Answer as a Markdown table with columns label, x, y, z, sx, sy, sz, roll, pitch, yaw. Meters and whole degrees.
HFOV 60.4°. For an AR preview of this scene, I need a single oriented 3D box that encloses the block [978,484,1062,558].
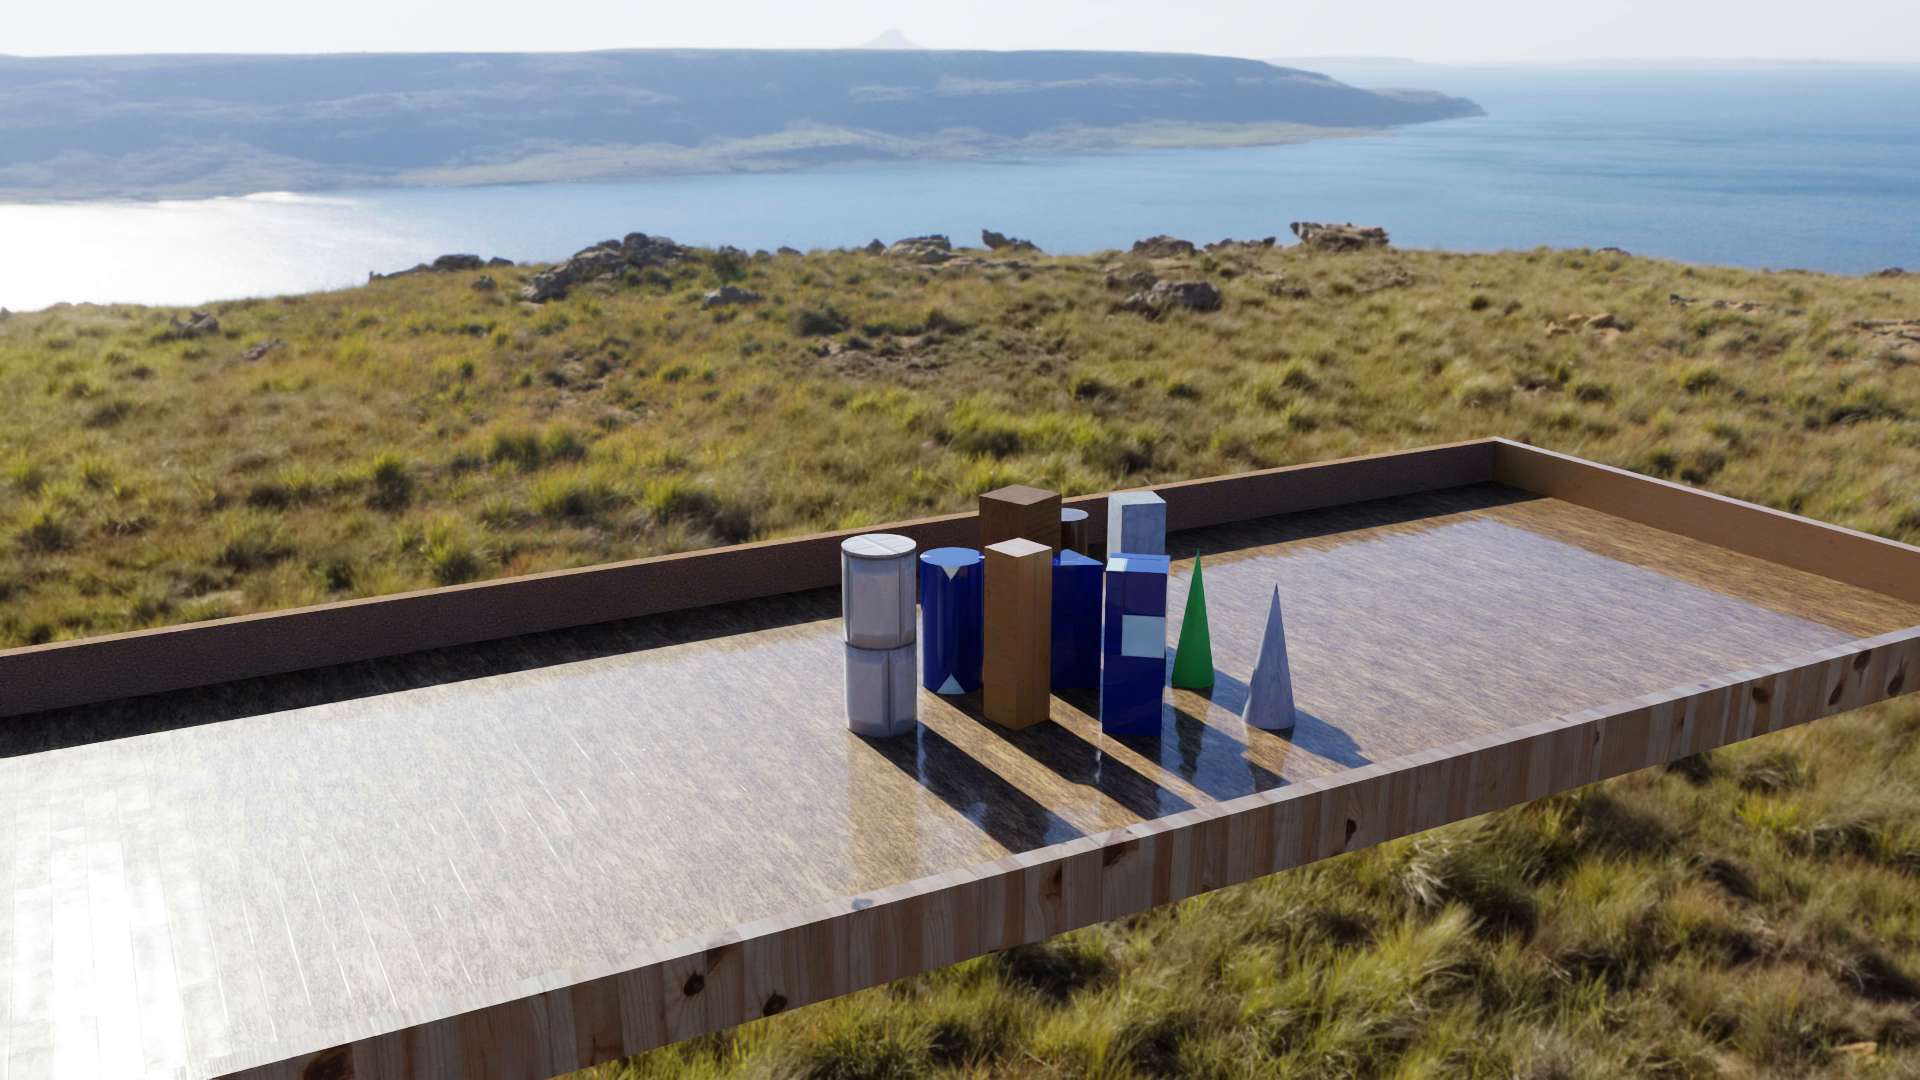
| label | x | y | z | sx | sy | sz | roll | pitch | yaw |
| --- | --- | --- | --- | --- | --- | --- | --- | --- | --- |
| block | 0.157 | 0.083 | 4.327 | 0.153 | 0.419 | 0.153 | 13 | 21 | 38 |

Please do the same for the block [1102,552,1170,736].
| label | x | y | z | sx | sy | sz | roll | pitch | yaw |
| --- | --- | --- | --- | --- | --- | --- | --- | --- | --- |
| block | 0.409 | 0.242 | 3.831 | 0.137 | 0.395 | 0.137 | 3 | 17 | 10 |

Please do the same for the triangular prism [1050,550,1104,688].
| label | x | y | z | sx | sy | sz | roll | pitch | yaw |
| --- | --- | --- | --- | --- | --- | --- | --- | --- | --- |
| triangular prism | 0.271 | 0.195 | 4.126 | 0.151 | 0.319 | 0.130 | -1 | 16 | -3 |

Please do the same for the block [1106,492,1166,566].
| label | x | y | z | sx | sy | sz | roll | pitch | yaw |
| --- | --- | --- | --- | --- | --- | --- | --- | --- | --- |
| block | 0.461 | 0.085 | 4.346 | 0.119 | 0.406 | 0.119 | -3 | 17 | -11 |

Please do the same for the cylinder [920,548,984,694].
| label | x | y | z | sx | sy | sz | roll | pitch | yaw |
| --- | --- | --- | --- | --- | --- | --- | --- | --- | --- |
| cylinder | -0.019 | 0.199 | 4.091 | 0.158 | 0.330 | 0.158 | 0 | 16 | 0 |

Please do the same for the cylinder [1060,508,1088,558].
| label | x | y | z | sx | sy | sz | roll | pitch | yaw |
| --- | --- | --- | --- | --- | --- | --- | --- | --- | --- |
| cylinder | 0.286 | 0.074 | 4.571 | 0.133 | 0.300 | 0.133 | 0 | 16 | 0 |

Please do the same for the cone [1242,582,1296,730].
| label | x | y | z | sx | sy | sz | roll | pitch | yaw |
| --- | --- | --- | --- | --- | --- | --- | --- | --- | --- |
| cone | 0.733 | 0.259 | 3.864 | 0.127 | 0.344 | 0.127 | 0 | 16 | 0 |

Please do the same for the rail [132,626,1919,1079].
| label | x | y | z | sx | sy | sz | roll | pitch | yaw |
| --- | --- | --- | --- | --- | --- | --- | --- | --- | --- |
| rail | -2.336 | 1.006 | 1.665 | 12.000 | 0.150 | 0.050 | -9 | 18 | -27 |

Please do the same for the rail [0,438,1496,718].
| label | x | y | z | sx | sy | sz | roll | pitch | yaw |
| --- | --- | --- | --- | --- | --- | --- | --- | --- | --- |
| rail | -3.305 | 0.497 | 3.399 | 12.000 | 0.150 | 0.050 | -9 | 18 | -27 |

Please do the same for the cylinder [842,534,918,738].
| label | x | y | z | sx | sy | sz | roll | pitch | yaw |
| --- | --- | --- | --- | --- | --- | --- | --- | --- | --- |
| cylinder | -0.185 | 0.221 | 3.824 | 0.170 | 0.440 | 0.170 | 0 | 16 | 0 |

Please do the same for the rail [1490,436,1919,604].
| label | x | y | z | sx | sy | sz | roll | pitch | yaw |
| --- | --- | --- | --- | --- | --- | --- | --- | --- | --- |
| rail | 2.466 | -0.048 | 5.253 | 0.050 | 0.150 | 2.100 | -9 | 18 | -27 |

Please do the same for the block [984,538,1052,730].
| label | x | y | z | sx | sy | sz | roll | pitch | yaw |
| --- | --- | --- | --- | --- | --- | --- | --- | --- | --- |
| block | 0.135 | 0.220 | 3.858 | 0.111 | 0.423 | 0.111 | -14 | 22 | -40 |

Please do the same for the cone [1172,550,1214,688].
| label | x | y | z | sx | sy | sz | roll | pitch | yaw |
| --- | --- | --- | --- | --- | --- | --- | --- | --- | --- |
| cone | 0.586 | 0.184 | 4.104 | 0.109 | 0.351 | 0.109 | 0 | 16 | 0 |
